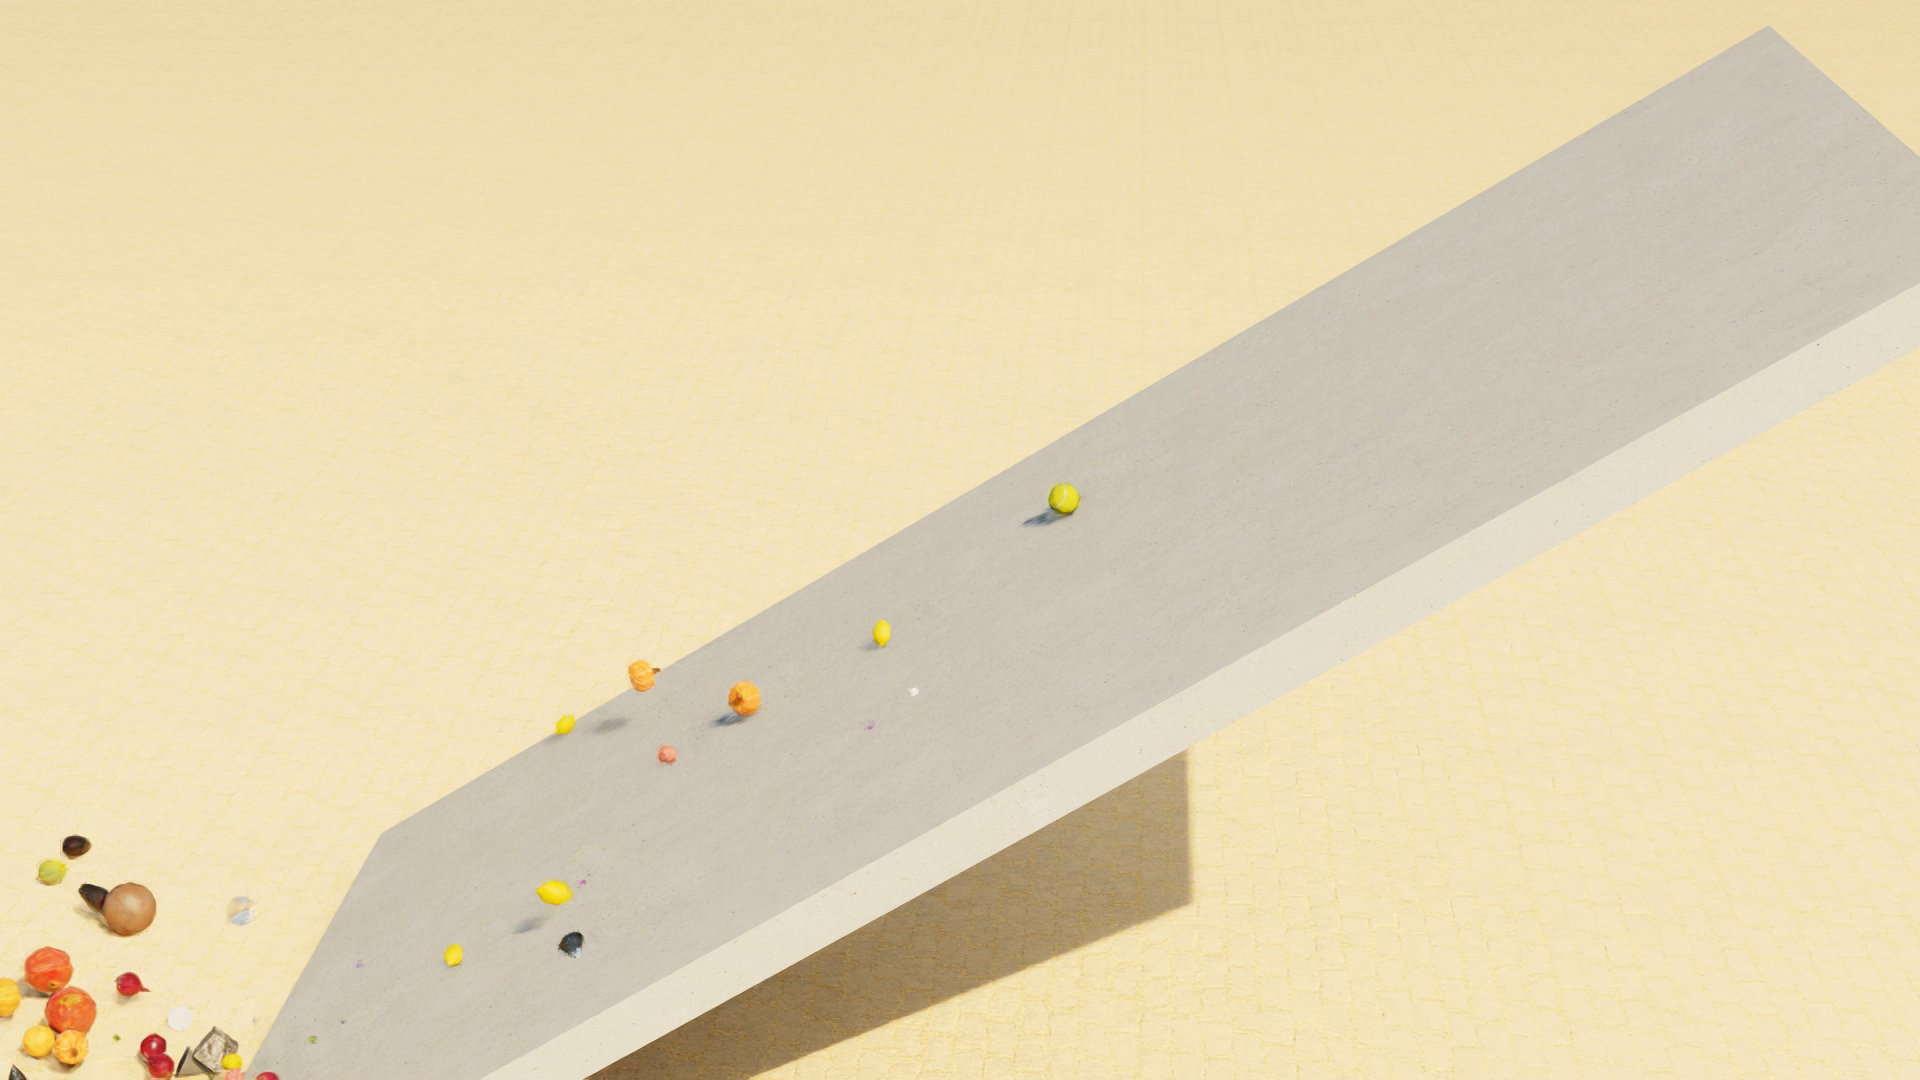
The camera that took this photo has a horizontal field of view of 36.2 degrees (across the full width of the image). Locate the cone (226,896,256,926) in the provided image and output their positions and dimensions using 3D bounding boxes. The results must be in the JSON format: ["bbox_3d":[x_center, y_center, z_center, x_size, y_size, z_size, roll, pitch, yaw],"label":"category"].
[{"bbox_3d":[-1.783,0.921,7.329,0.073,0.073,0.073,-11,-5,-29],"label":"cone"}]

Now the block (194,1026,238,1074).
[{"bbox_3d":[-1.687,1.157,6.674,0.069,0.069,0.069,41,-5,-13],"label":"block"}]

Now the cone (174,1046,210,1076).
[{"bbox_3d":[-1.732,1.198,6.681,0.075,0.075,0.075,28,10,-23],"label":"cone"}]

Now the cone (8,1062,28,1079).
[{"bbox_3d":[-2.120,1.203,6.602,0.065,0.065,0.065,-6,14,2],"label":"cone"}]

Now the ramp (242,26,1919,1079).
[{"bbox_3d":[0.141,0.170,6.292,4.000,0.100,2.000,-30,15,13],"label":"ramp"}]

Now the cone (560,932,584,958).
[{"bbox_3d":[-0.771,0.824,5.899,0.052,0.052,0.052,-9,36,-23],"label":"cone"}]

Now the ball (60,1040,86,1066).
[{"bbox_3d":[-2.025,1.171,6.718,0.056,0.056,0.056,0,20,0],"label":"ball"}]

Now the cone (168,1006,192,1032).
[{"bbox_3d":[-1.818,1.119,6.897,0.059,0.059,0.059,3,-5,7],"label":"cone"}]
